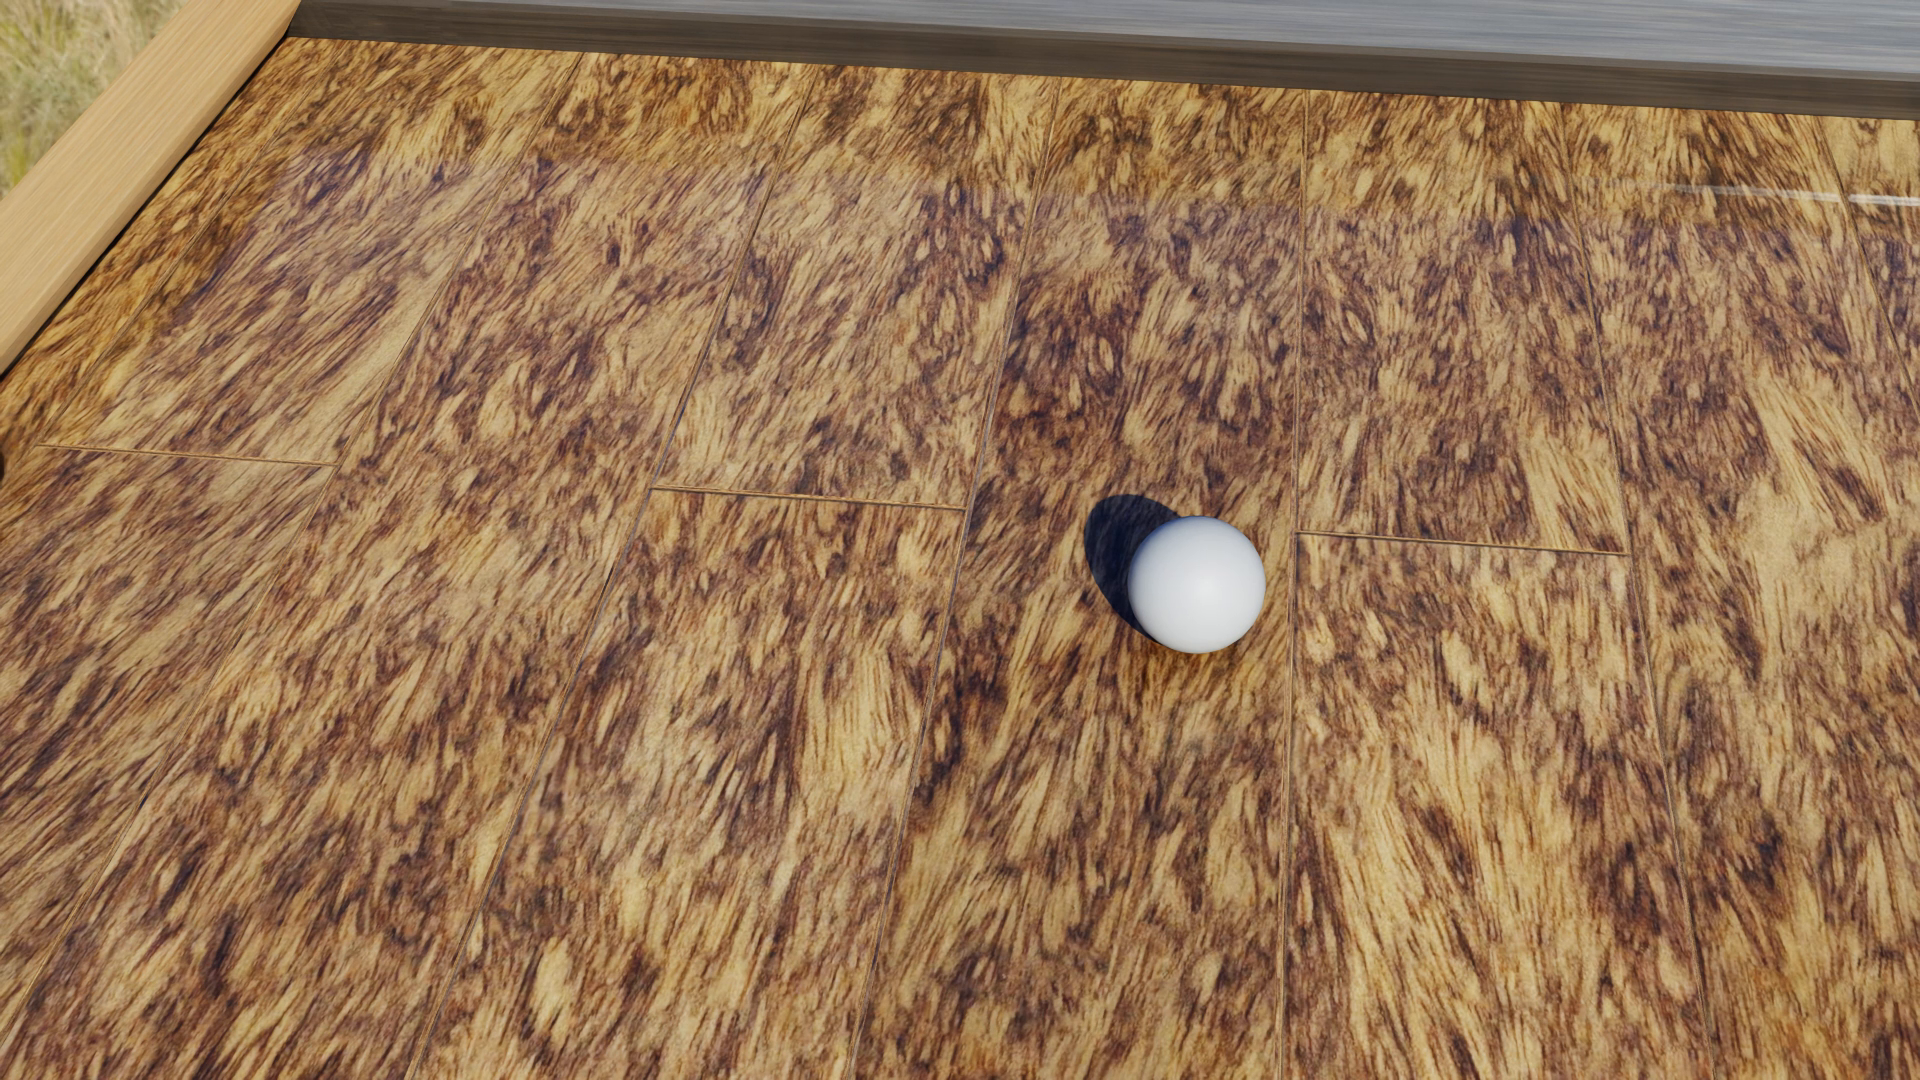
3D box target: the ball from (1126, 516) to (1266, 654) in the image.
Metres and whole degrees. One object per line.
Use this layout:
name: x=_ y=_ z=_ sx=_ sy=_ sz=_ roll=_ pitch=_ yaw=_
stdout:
ball: x=0.166 y=0.031 z=1.806 sx=0.097 sy=0.097 sz=0.097 roll=0 pitch=35 yaw=0

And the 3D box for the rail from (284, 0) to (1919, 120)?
rail: x=0.932 y=-0.456 z=2.482 sx=3.325 sy=0.127 sz=0.045 roll=4 pitch=35 yaw=6

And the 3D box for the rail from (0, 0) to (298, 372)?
rail: x=-0.801 y=-0.075 z=1.933 sx=0.045 sy=0.127 sz=1.798 roll=4 pitch=35 yaw=6
